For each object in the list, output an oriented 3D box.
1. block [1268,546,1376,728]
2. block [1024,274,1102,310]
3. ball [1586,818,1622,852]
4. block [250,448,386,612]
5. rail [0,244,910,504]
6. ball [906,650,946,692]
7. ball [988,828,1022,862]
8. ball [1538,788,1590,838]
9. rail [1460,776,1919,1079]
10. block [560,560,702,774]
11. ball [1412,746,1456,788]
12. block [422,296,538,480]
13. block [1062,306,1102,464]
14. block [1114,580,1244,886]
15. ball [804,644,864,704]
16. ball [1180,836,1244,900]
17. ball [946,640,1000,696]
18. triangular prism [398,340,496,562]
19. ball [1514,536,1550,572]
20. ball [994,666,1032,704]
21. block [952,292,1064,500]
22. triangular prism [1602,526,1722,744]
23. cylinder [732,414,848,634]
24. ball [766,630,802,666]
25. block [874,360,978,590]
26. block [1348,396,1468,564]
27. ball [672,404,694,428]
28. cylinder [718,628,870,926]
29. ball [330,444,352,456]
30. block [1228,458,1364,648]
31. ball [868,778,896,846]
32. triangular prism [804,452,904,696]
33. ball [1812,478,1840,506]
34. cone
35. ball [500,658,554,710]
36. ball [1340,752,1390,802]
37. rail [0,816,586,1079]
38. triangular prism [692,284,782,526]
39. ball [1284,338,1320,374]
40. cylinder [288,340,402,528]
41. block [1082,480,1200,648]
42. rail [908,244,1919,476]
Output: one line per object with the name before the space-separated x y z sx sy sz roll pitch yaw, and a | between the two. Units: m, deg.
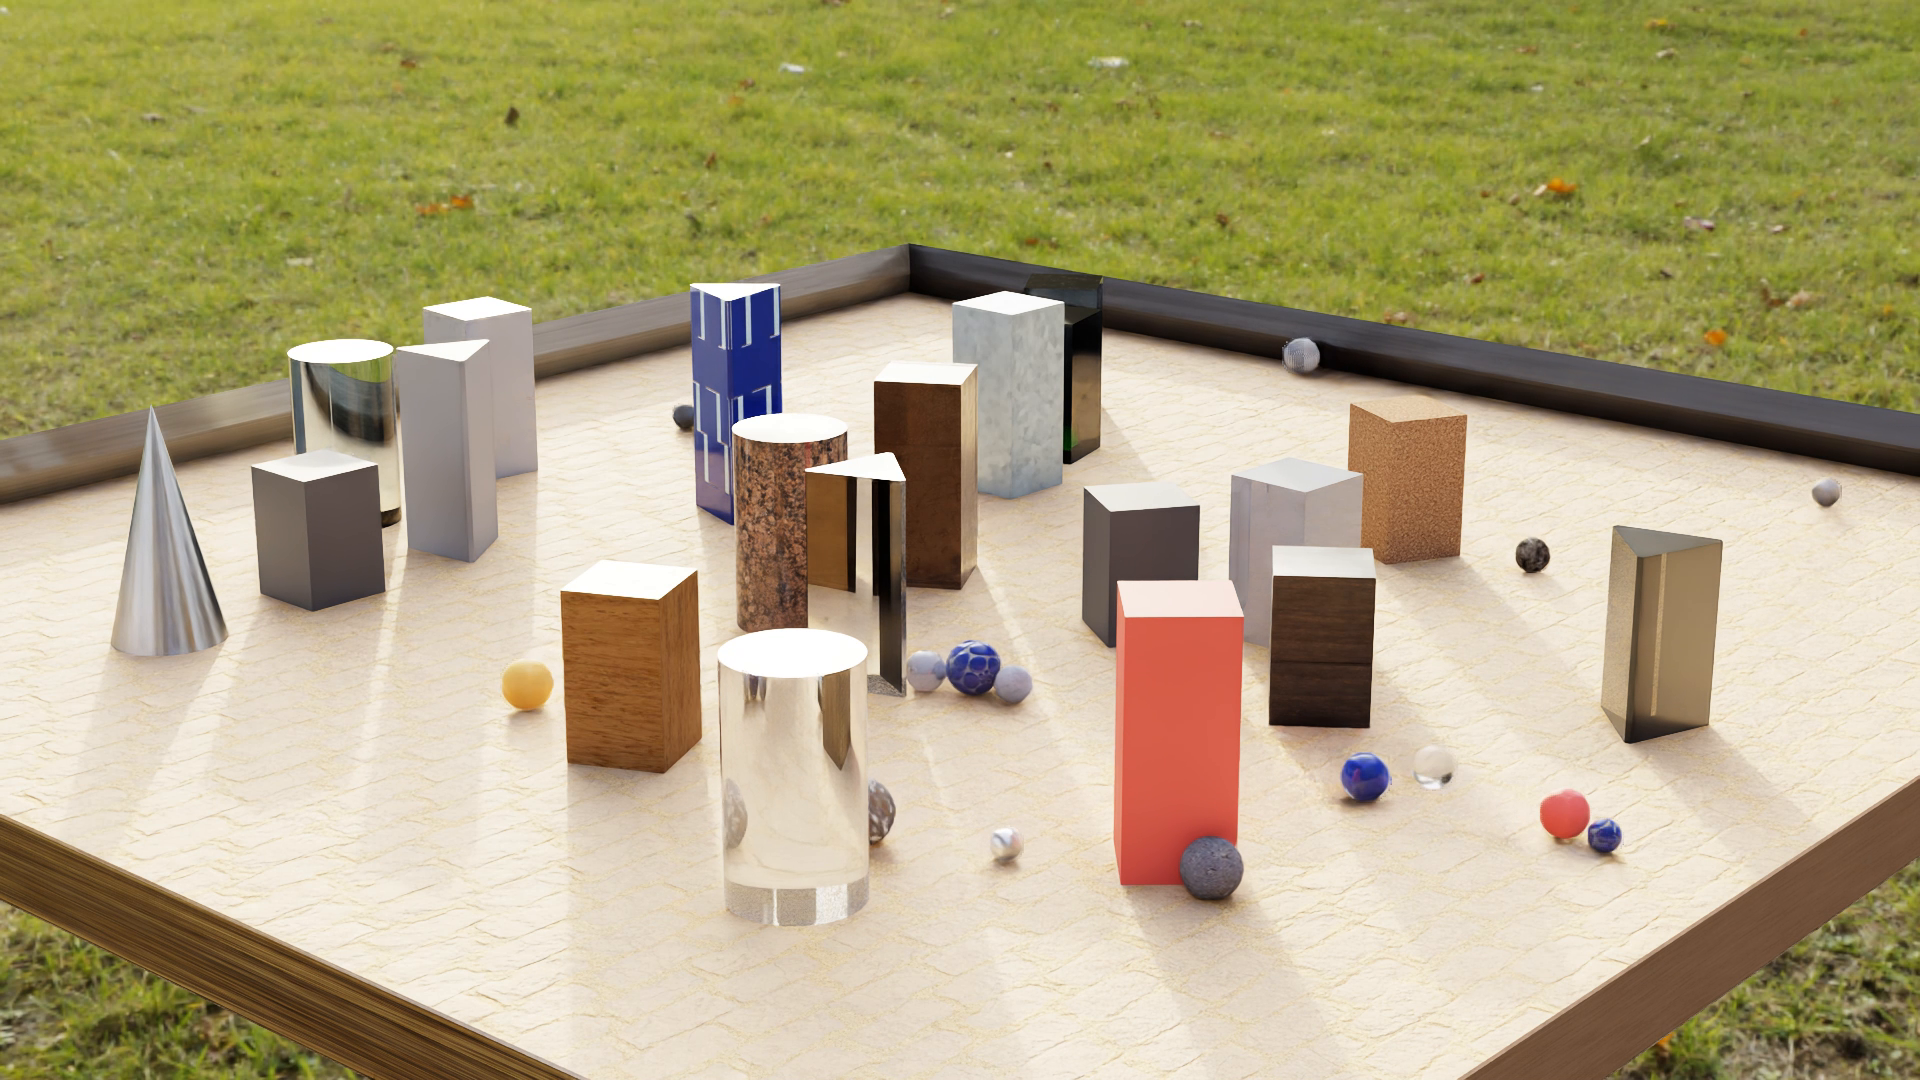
block | 0.558 0.149 4.533 0.154 0.242 0.154 2 17 5
block | 0.223 -0.418 6.333 0.154 0.286 0.154 2 17 7
ball | 0.884 0.405 4.021 0.048 0.048 0.048 0 17 0
block | -1.117 -0.019 5.106 0.154 0.232 0.154 15 22 40
rail | -1.315 -0.298 6.213 0.045 0.125 3.663 14 22 39
ball | -0.054 0.207 4.644 0.066 0.066 0.066 0 17 0
ball | 0.062 0.415 3.992 0.046 0.046 0.046 0 17 0
ball | 0.839 0.379 4.069 0.071 0.071 0.071 0 17 0
rail | 1.315 0.361 4.027 0.045 0.125 3.663 14 22 39
block | -0.487 0.187 4.360 0.154 0.269 0.154 5 17 16
ball | 0.686 0.329 4.246 0.063 0.063 0.063 0 17 0
block | -0.959 -0.301 5.867 0.154 0.332 0.154 -15 22 -40
block | 0.189 -0.322 6.007 0.154 0.291 0.154 8 18 24
block | 0.291 0.258 3.938 0.154 0.377 0.154 0 17 -1
ball | -0.198 0.209 4.591 0.093 0.093 0.093 0 17 0
ball | 0.332 0.432 3.867 0.084 0.084 0.084 0 17 0
ball | 0.021 0.201 4.626 0.088 0.088 0.088 0 17 0
triangular prism | -0.907 -0.169 5.357 0.167 0.375 0.145 12 21 35
ball | 1.025 0.026 5.249 0.063 0.063 0.063 0 17 0
ball | 0.083 0.226 4.592 0.059 0.059 0.059 0 17 0
block | 0.094 -0.286 5.756 0.154 0.367 0.154 15 22 40
triangular prism | 1.042 0.136 4.484 0.167 0.294 0.145 -10 19 -29
cylinder | -0.284 -0.025 4.940 0.193 0.339 0.193 0 17 0
ball | -0.285 0.175 4.761 0.059 0.059 0.059 0 17 0
block | -0.059 -0.116 5.186 0.154 0.371 0.154 3 17 11
block | 0.813 -0.111 5.354 0.154 0.265 0.154 -6 18 -21
ball | -0.583 -0.262 6.222 0.053 0.053 0.053 0 17 0
cylinder | -0.216 0.308 3.833 0.193 0.341 0.193 0 17 0
ball | -1.255 -0.170 5.928 0.047 0.047 0.047 0 17 0
block | 0.556 0.026 4.871 0.154 0.281 0.154 16 23 42
ball | -0.137 0.374 4.039 0.096 0.096 0.096 0 17 0
triangular prism | -0.138 0.050 4.667 0.167 0.354 0.145 6 18 20
ball | 1.670 -0.091 5.654 0.053 0.053 0.053 0 17 0
cone | -1.321 -0.031 4.847 0.193 0.404 0.193 0 17 0
ball | -0.673 0.224 4.561 0.081 0.081 0.081 0 17 0
ball | 0.580 0.339 4.200 0.070 0.070 0.070 0 17 0
rail | -1.185 0.426 3.813 3.530 0.125 0.045 14 22 39
triangular prism | -0.447 -0.266 5.577 0.145 0.433 0.167 10 19 29
ball | 0.780 -0.420 6.695 0.082 0.082 0.082 0 17 0
cylinder | -1.158 -0.197 5.530 0.193 0.328 0.193 0 17 0
block | 0.301 0.039 4.909 0.154 0.235 0.154 -4 17 -13
rail | 1.185 -0.363 6.427 3.530 0.125 0.045 14 22 39
